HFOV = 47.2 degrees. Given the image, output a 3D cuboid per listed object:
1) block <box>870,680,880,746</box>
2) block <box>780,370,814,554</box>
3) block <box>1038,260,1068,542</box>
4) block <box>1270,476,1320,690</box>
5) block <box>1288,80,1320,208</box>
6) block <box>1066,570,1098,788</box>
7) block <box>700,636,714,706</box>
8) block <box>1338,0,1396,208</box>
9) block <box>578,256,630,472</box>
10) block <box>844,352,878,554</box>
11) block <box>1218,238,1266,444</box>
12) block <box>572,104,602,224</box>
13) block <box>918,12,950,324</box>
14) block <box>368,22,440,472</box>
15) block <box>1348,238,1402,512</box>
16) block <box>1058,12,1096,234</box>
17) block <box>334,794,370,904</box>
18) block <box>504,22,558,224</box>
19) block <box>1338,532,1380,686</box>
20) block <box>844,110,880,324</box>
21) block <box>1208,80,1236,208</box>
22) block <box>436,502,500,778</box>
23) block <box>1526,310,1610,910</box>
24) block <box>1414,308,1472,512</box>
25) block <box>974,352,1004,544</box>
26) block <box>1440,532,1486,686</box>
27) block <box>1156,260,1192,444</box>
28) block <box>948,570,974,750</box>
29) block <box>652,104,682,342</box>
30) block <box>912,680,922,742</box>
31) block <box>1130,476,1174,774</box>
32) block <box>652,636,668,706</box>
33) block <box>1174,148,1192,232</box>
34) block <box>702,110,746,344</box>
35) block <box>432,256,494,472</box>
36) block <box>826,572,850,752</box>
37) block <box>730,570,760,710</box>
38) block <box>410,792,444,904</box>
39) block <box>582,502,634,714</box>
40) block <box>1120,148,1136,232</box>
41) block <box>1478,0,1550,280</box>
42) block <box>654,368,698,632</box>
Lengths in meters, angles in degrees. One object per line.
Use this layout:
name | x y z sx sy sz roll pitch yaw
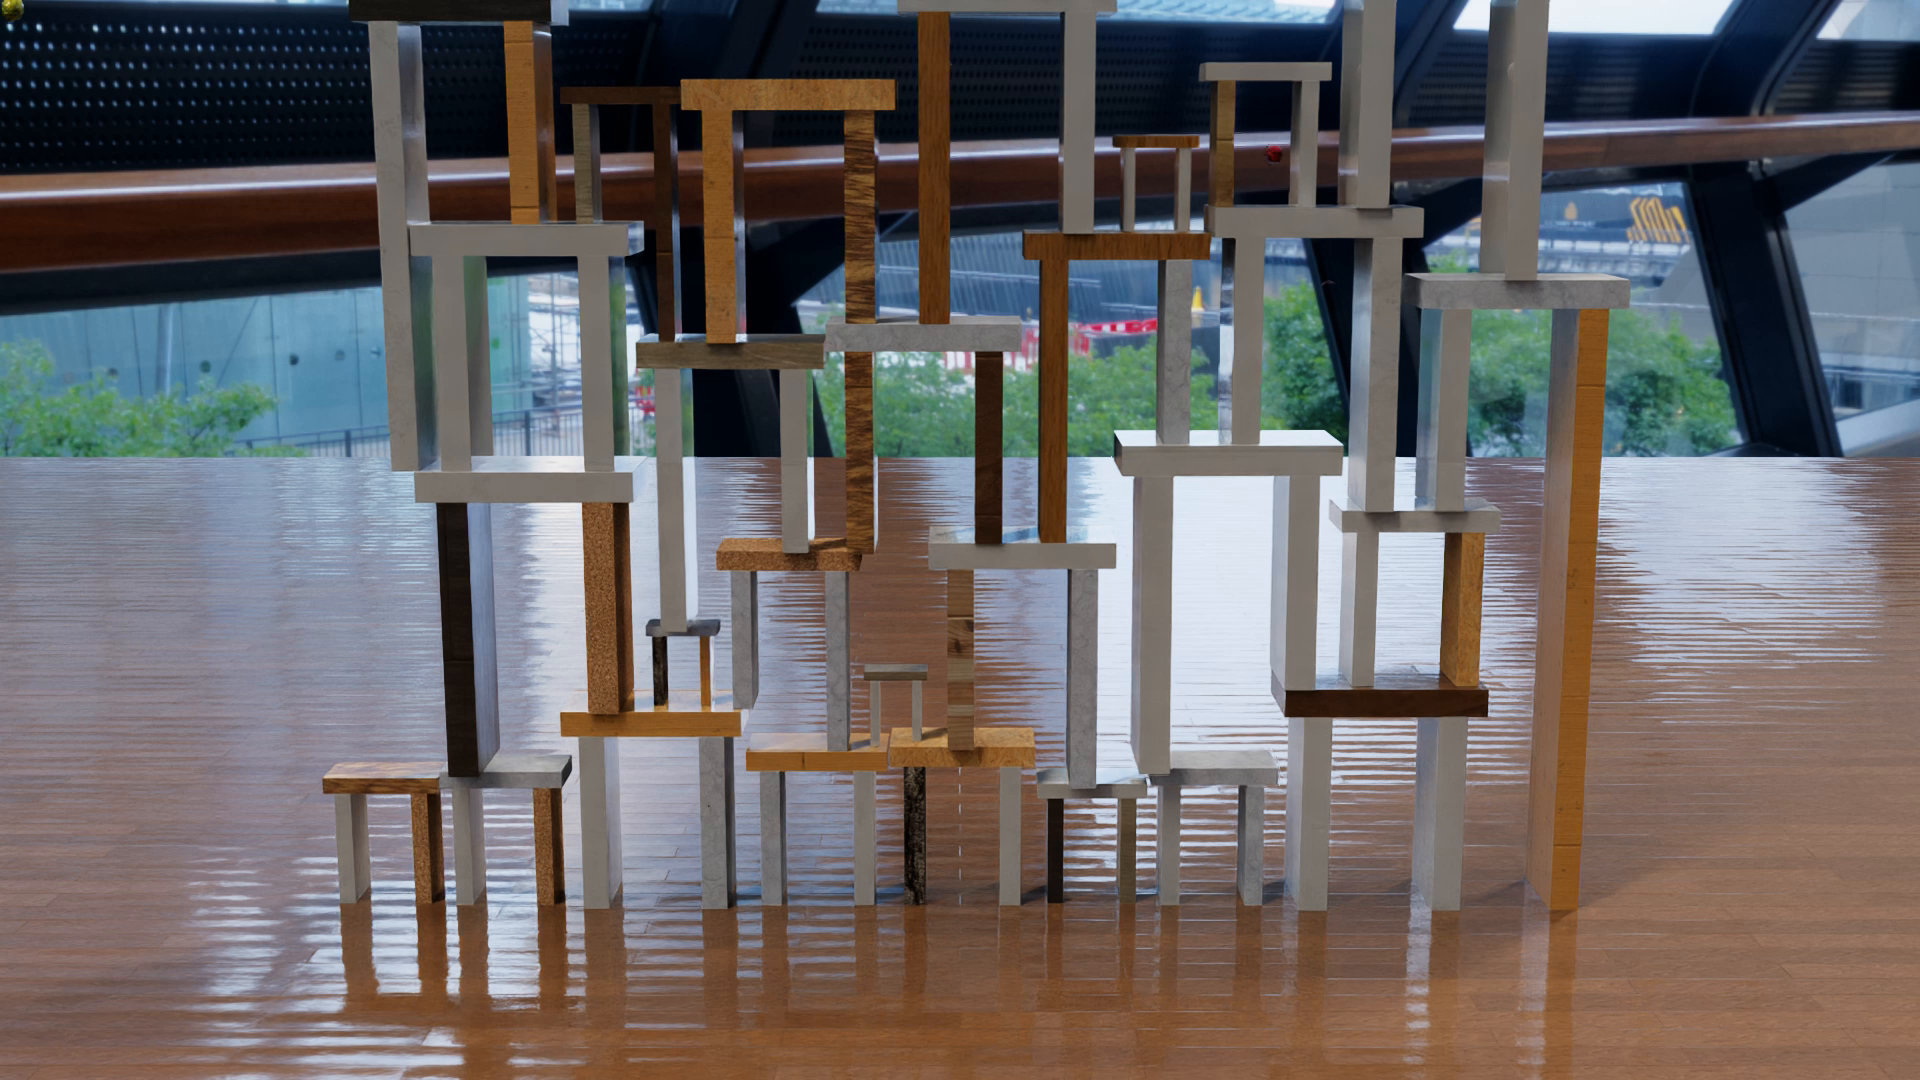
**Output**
block | -0.139 0.279 3.613 0.015 0.111 0.051 0 11 0
block | -0.261 -0.137 3.537 0.042 0.293 0.147 0 11 0
block | 0.148 -0.227 3.514 0.041 0.445 0.144 0 11 0
block | 0.542 0.054 3.567 0.049 0.347 0.173 0 10 0
block | 0.538 -0.619 3.441 0.027 0.193 0.096 0 11 0
block | 0.199 0.211 3.598 0.042 0.363 0.149 0 11 0
block | -0.413 0.207 3.596 0.016 0.115 0.058 0 11 0
block | 0.633 -0.696 3.426 0.049 0.348 0.174 0 11 0
block | -0.567 -0.288 3.510 0.048 0.337 0.168 0 11 0
block | -0.157 -0.149 3.527 0.043 0.322 0.152 0 11 0
block | 0.446 -0.322 3.496 0.046 0.321 0.161 0 11 -1
block | -0.584 -0.590 3.447 0.026 0.184 0.092 0 11 0
block | -0.039 -0.582 3.452 0.047 0.472 0.167 0 11 0
block | -0.875 -0.461 3.472 0.043 0.690 0.153 0 11 0
block | 0.661 -0.270 3.509 0.046 0.429 0.161 0 11 0
block | 0.182 -0.651 3.439 0.047 0.333 0.166 0 11 0
block | -1.008 0.498 3.652 0.027 0.187 0.094 0 11 0
block | -0.670 -0.650 3.438 0.043 0.306 0.153 0 11 0
block | 0.648 0.101 3.576 0.036 0.252 0.126 0 11 0
block | -0.154 -0.511 3.465 0.046 0.326 0.163 0 11 0
block | 0.409 -0.620 3.441 0.027 0.193 0.096 0 11 0
block | -0.801 0.146 3.588 0.049 0.449 0.172 0 11 0
block | 0.986 0.108 3.582 0.045 0.979 0.160 0 11 0
block | 0.772 -0.216 3.521 0.045 0.320 0.160 0 10 0
block | 0.045 -0.158 3.525 0.043 0.304 0.152 0 11 0
block | 0.816 0.101 3.576 0.036 0.252 0.126 0 11 0
block | 0.340 -0.305 3.498 0.041 0.287 0.144 0 11 0
block | 0.001 0.179 3.592 0.042 0.298 0.149 0 11 0
block | -0.461 -0.500 3.462 0.026 0.365 0.092 0 11 -1
block | -0.071 0.274 3.612 0.015 0.103 0.051 0 11 0
block | 0.311 0.123 3.575 0.049 0.484 0.173 0 11 0
block | -0.490 0.207 3.596 0.016 0.115 0.058 0 11 0
block | 0.350 -0.552 3.461 0.018 0.130 0.065 0 12 -1
block | -0.371 -0.496 3.468 0.046 0.356 0.163 0 11 0
block | -0.792 -0.288 3.510 0.048 0.337 0.168 0 11 0
block | -0.199 0.186 3.597 0.032 0.299 0.114 0 11 0
block | -0.351 0.151 3.590 0.032 0.228 0.114 0 11 0
block | -0.884 0.498 3.652 0.027 0.187 0.094 0 11 0
block | -0.572 0.094 3.578 0.049 0.344 0.172 0 11 0
block | 0.263 -0.552 3.460 0.018 0.130 0.065 0 12 0
block | 0.865 -0.642 3.436 0.049 0.458 0.174 0 11 0
block | -0.457 -0.074 3.550 0.042 0.422 0.147 0 11 0
